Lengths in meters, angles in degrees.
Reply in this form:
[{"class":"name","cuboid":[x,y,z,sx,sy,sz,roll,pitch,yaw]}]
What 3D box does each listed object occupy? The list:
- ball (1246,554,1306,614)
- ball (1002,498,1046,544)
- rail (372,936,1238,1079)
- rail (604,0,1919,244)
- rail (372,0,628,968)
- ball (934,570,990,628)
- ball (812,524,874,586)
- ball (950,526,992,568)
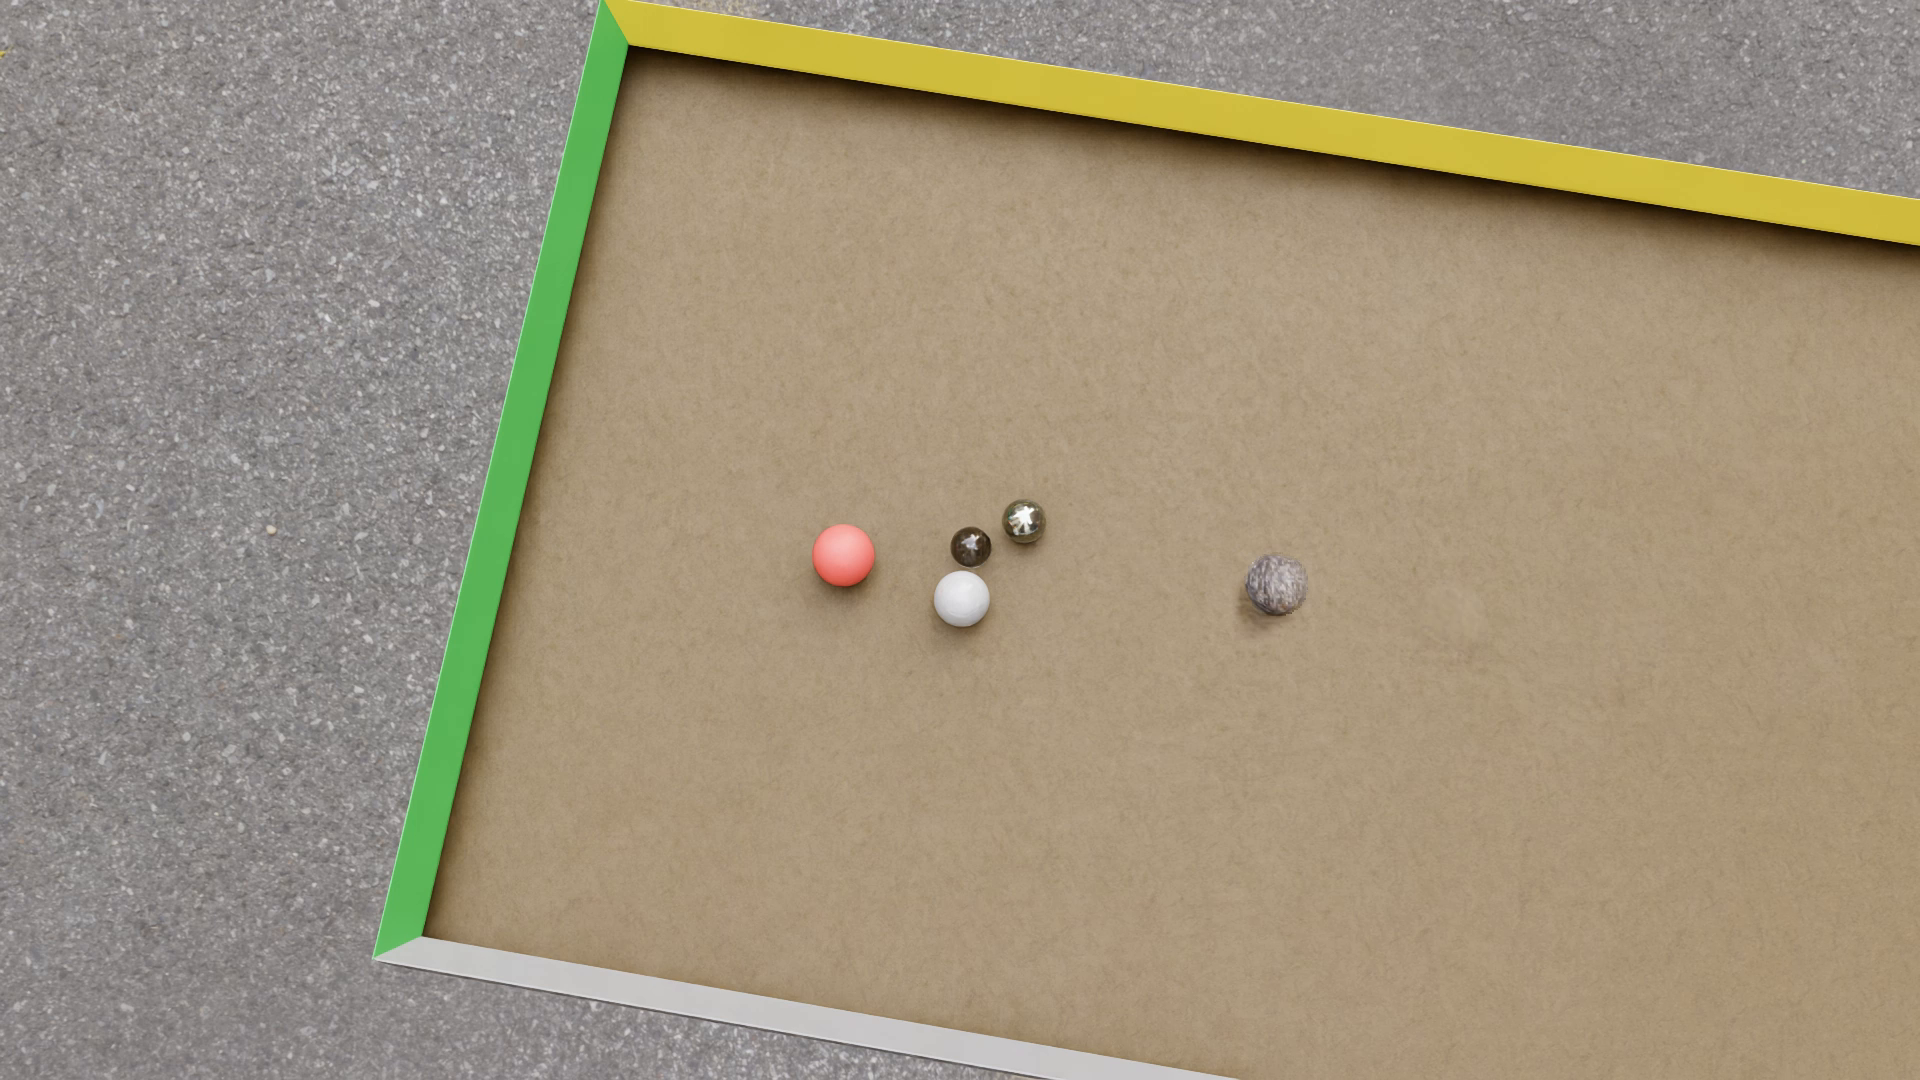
[{"class":"ball","cuboid":[0.478,0.067,3.323,0.090,0.090,0.090,0,75,0]},{"class":"ball","cuboid":[0.098,-0.029,3.361,0.069,0.069,0.069,0,75,0]},{"class":"rail","cuboid":[0.575,0.815,3.101,2.841,0.124,0.045,9,75,3]},{"class":"rail","cuboid":[0.825,-0.597,3.486,2.841,0.124,0.045,9,75,3]},{"class":"rail","cuboid":[-0.677,-0.118,3.355,0.045,0.124,1.533,9,75,3]},{"class":"ball","cuboid":[0.003,0.089,3.320,0.085,0.085,0.085,0,75,0]},{"class":"ball","cuboid":[-0.177,0.023,3.333,0.095,0.095,0.095,0,75,0]},{"class":"ball","cuboid":[0.017,0.011,3.352,0.064,0.064,0.064,0,75,0]}]
